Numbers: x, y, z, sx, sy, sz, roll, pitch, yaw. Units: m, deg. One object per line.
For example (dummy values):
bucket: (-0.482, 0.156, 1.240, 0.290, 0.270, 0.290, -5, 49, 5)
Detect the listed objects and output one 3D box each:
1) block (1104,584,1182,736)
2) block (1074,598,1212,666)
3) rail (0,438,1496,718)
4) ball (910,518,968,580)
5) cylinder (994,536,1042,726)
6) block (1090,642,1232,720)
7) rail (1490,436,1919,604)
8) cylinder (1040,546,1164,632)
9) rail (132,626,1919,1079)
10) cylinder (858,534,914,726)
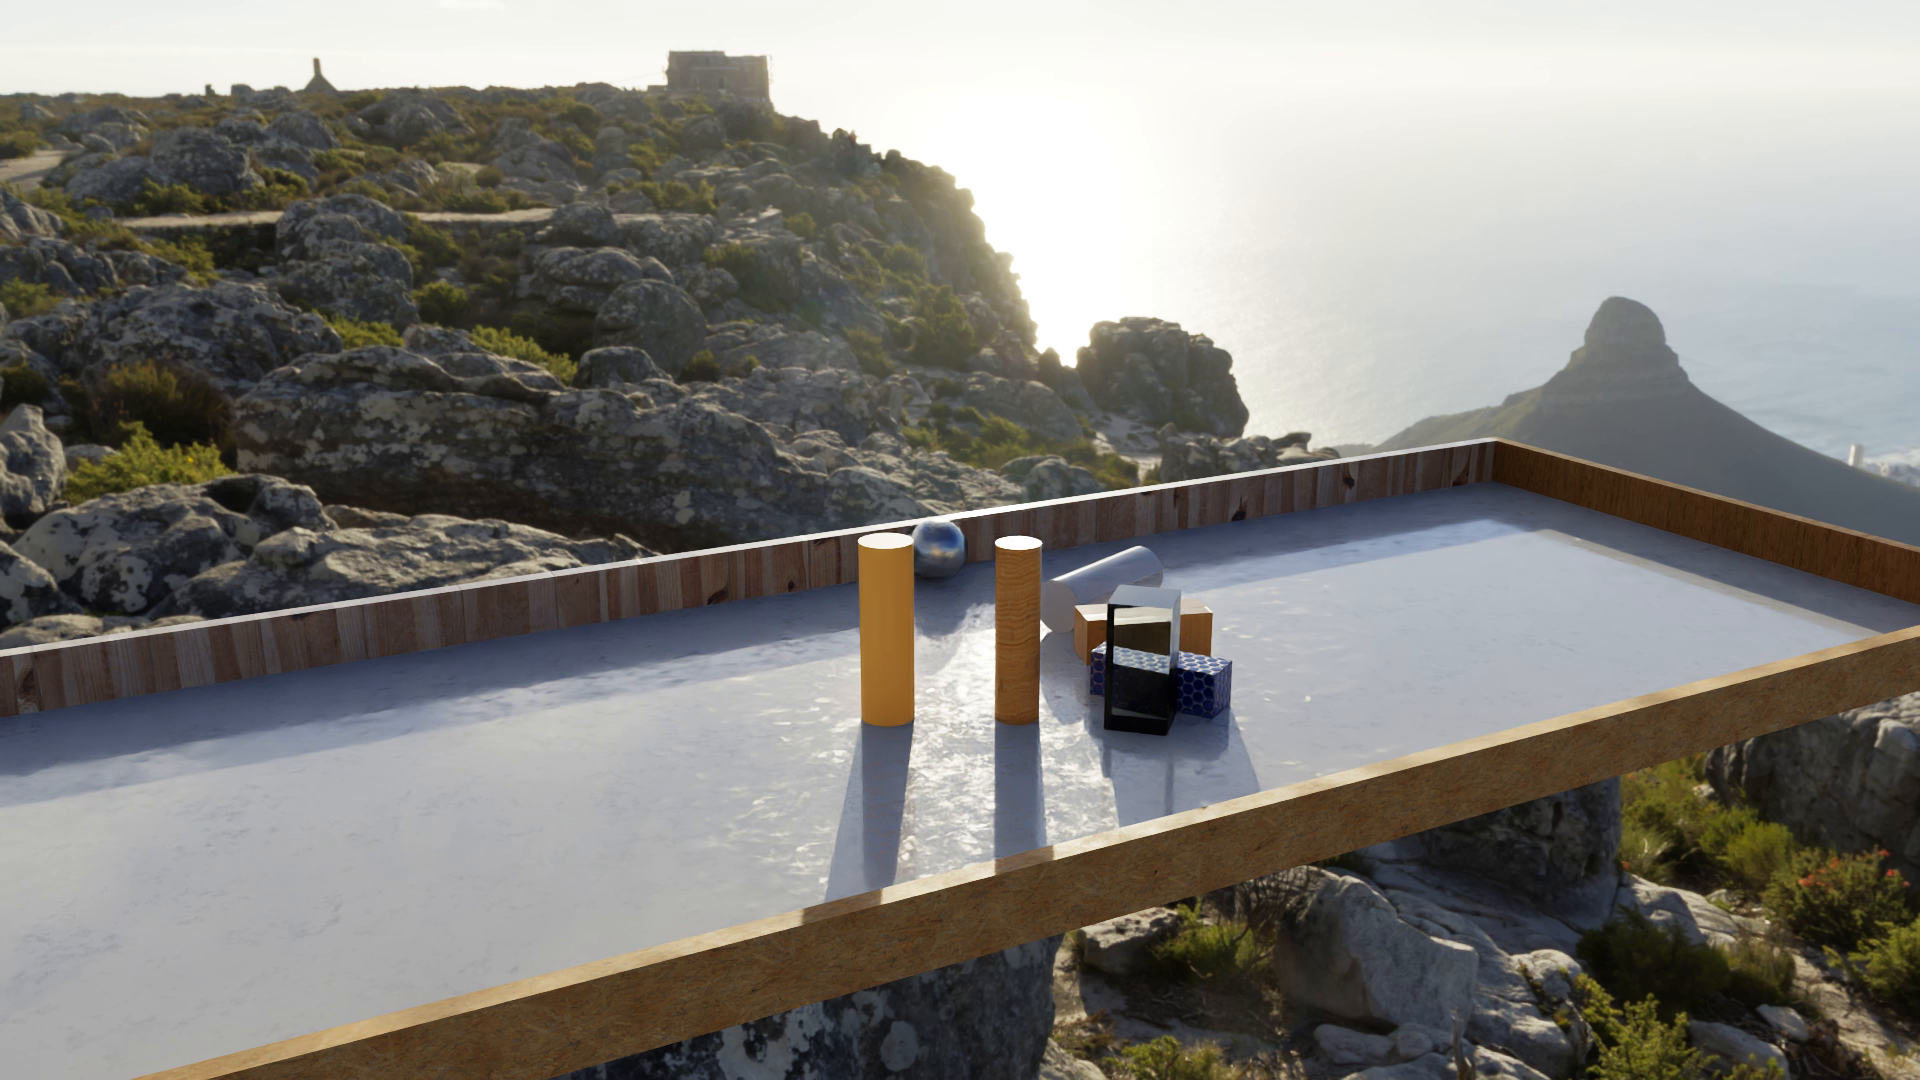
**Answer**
block: (0.427, 0.279, 3.855, 0.147, 0.310, 0.147, 5, 17, 15)
block: (0.479, 0.239, 4.325, 0.337, 0.122, 0.122, -3, 17, -11)
rail: (-3.305, 0.497, 3.399, 12.000, 0.150, 0.050, -9, 18, -27)
ball: (-0.069, 0.028, 4.932, 0.184, 0.184, 0.184, 0, 16, 0)
cylinder: (0.135, 0.214, 3.863, 0.107, 0.432, 0.107, 0, 16, 0)
block: (0.488, 0.335, 4.016, 0.322, 0.112, 0.112, 9, 19, 29)
rail: (2.466, -0.048, 5.253, 0.050, 0.150, 2.100, -9, 18, -27)
cylinder: (0.395, 0.136, 4.629, 0.149, 0.149, 0.413, 13, 21, 38)
rail: (-2.336, 1.006, 1.665, 12.000, 0.150, 0.050, -9, 18, -27)
cylinder: (-0.171, 0.211, 3.866, 0.128, 0.436, 0.128, 0, 16, 0)
